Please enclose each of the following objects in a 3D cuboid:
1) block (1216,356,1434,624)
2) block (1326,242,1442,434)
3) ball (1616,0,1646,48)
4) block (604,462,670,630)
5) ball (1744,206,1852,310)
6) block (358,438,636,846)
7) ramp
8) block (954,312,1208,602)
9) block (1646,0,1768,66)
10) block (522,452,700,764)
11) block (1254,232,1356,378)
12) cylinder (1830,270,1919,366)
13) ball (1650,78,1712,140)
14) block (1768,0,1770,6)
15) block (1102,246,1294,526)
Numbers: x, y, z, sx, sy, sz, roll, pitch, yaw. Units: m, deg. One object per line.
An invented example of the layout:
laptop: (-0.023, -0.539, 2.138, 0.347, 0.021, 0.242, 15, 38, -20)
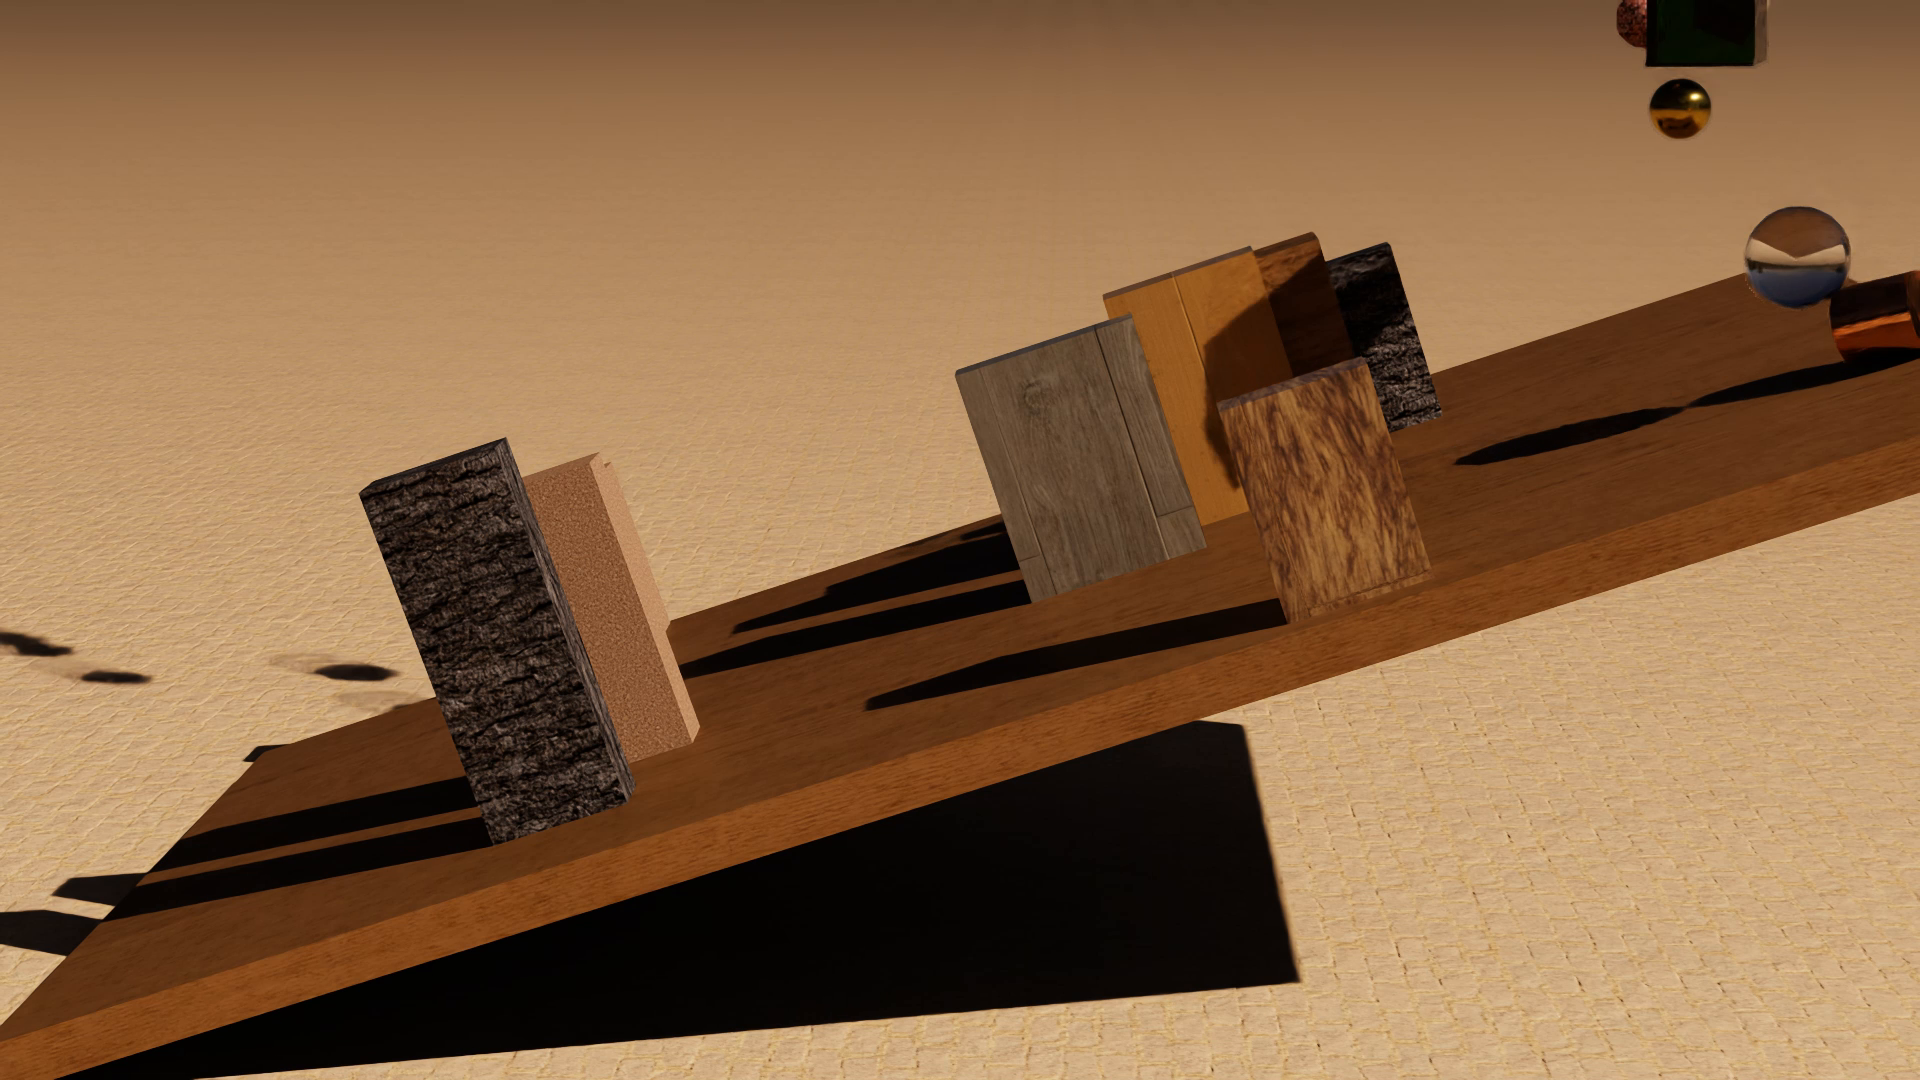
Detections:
block: (0.661, -0.090, 5.330, 0.276, 0.411, 0.099, -18, 11, 6)
block: (0.868, -0.426, 6.666, 0.338, 0.406, 0.083, -18, 11, 6)
ball: (1.409, -1.072, 6.045, 0.119, 0.119, 0.119, 0, 12, 0)
block: (-0.926, 0.064, 7.240, 0.278, 0.430, 0.146, -18, 11, 6)
ball: (1.635, -0.551, 5.741, 0.203, 0.203, 0.203, 0, 12, 0)
block: (-0.889, 0.198, 5.687, 0.277, 0.735, 0.123, -18, 11, 6)
ramp: (0.106, 0.181, 6.306, 4.000, 0.100, 2.000, -18, 11, 6)
block: (0.255, -0.171, 6.172, 0.387, 0.509, 0.087, -18, 11, 6)
block: (1.459, -1.033, 5.741, 0.204, 0.204, 0.204, 3, 13, 21)
block: (-0.815, 0.173, 6.013, 0.369, 0.611, 0.127, -18, 11, 6)
block: (0.705, -0.381, 6.454, 0.313, 0.505, 0.148, -18, 11, 6)
cylinder: (1.804, -0.432, 5.735, 0.157, 0.157, 0.157, -13, 1, 39)
ball: (1.481, -0.886, 6.046, 0.124, 0.124, 0.124, 0, 12, 0)
block: (1.591, -1.108, 6.032, 0.110, 0.110, 0.110, 27, -17, 19)
block: (0.551, -0.325, 6.362, 0.335, 0.534, 0.104, -18, 11, 6)
